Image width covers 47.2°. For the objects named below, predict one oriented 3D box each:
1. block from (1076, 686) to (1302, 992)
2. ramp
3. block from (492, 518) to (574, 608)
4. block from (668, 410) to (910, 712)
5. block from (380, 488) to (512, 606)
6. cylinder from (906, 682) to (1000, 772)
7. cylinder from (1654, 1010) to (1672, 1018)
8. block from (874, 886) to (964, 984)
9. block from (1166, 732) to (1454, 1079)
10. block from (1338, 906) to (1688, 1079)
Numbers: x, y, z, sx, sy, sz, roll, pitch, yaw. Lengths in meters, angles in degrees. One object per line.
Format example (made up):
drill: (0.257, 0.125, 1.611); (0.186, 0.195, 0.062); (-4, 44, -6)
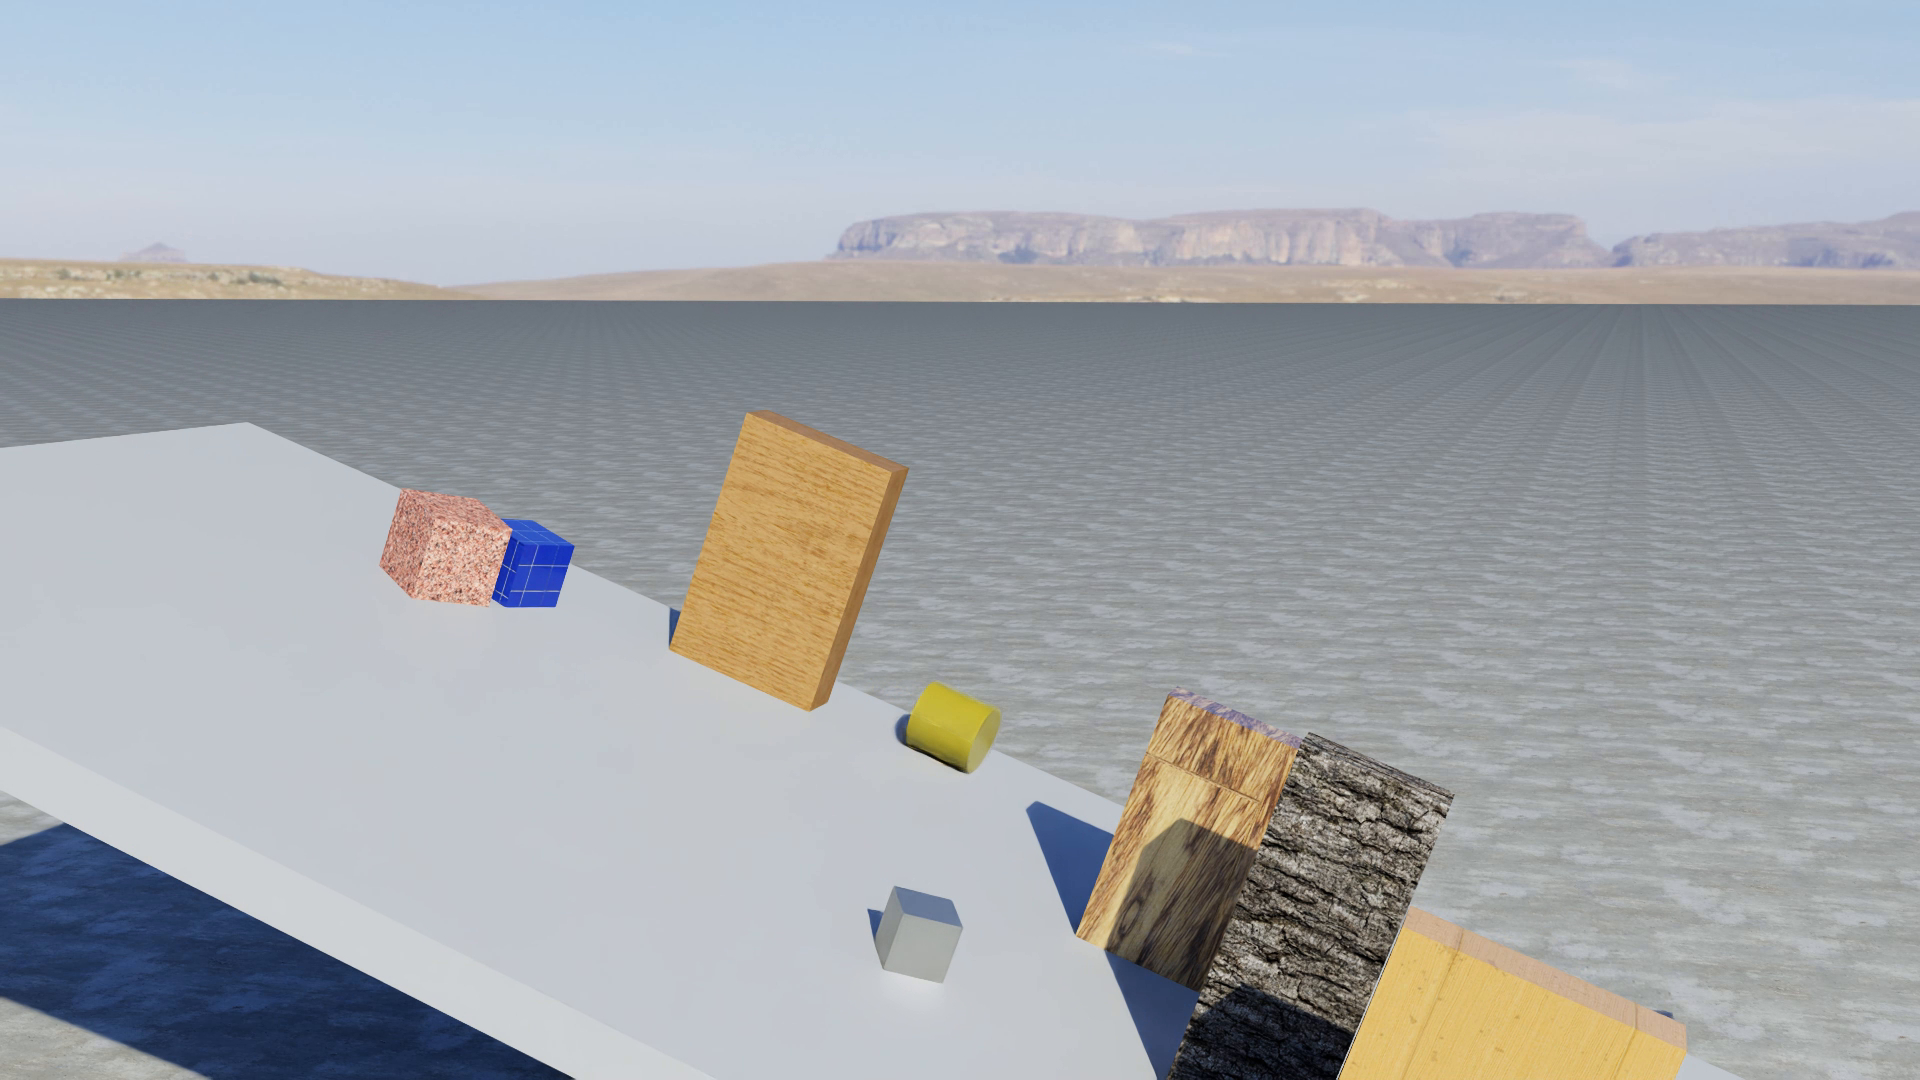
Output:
block: (0.512, 0.597, 4.121); (0.438, 0.508, 0.088); (23, 13, 13)
ramp: (-0.332, 0.606, 4.210); (4.000, 0.100, 2.000); (23, 13, 13)
block: (-1.000, 0.052, 4.987); (0.152, 0.152, 0.152); (28, 15, 33)
block: (-0.388, 0.045, 4.960); (0.362, 0.579, 0.120); (23, 13, 13)
block: (-1.135, 0.017, 4.851); (0.186, 0.186, 0.186); (9, 16, -40)
cylinder: (-0.015, 0.418, 4.918); (0.156, 0.156, 0.156); (24, 15, 18)
cylinder: (1.499, 1.155, 4.960); (0.197, 0.197, 0.197); (2, 7, 16)
block: (-0.073, 0.681, 3.794); (0.109, 0.109, 0.109); (16, 13, -15)
block: (0.569, 0.663, 3.609); (0.253, 0.641, 0.094); (23, 13, 13)
block: (0.700, 0.865, 3.060); (0.397, 0.588, 0.107); (23, 13, 13)
